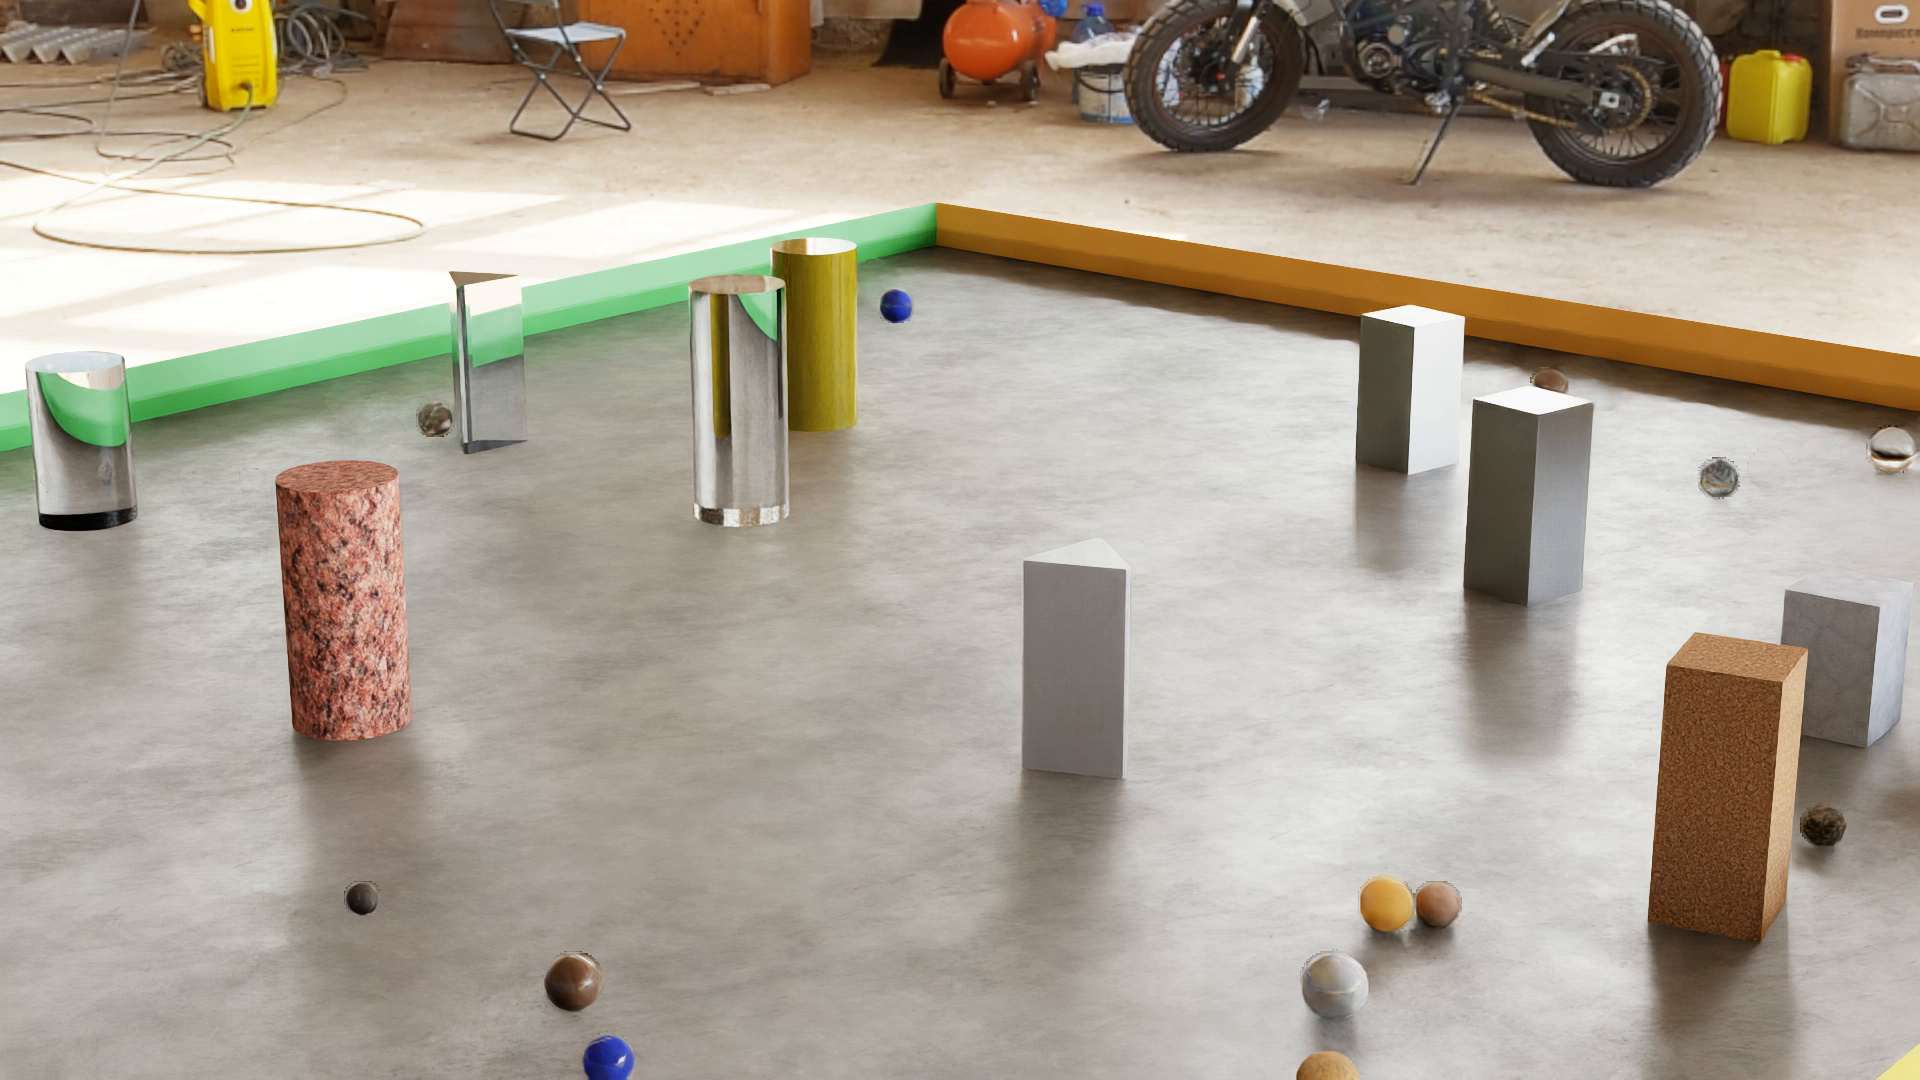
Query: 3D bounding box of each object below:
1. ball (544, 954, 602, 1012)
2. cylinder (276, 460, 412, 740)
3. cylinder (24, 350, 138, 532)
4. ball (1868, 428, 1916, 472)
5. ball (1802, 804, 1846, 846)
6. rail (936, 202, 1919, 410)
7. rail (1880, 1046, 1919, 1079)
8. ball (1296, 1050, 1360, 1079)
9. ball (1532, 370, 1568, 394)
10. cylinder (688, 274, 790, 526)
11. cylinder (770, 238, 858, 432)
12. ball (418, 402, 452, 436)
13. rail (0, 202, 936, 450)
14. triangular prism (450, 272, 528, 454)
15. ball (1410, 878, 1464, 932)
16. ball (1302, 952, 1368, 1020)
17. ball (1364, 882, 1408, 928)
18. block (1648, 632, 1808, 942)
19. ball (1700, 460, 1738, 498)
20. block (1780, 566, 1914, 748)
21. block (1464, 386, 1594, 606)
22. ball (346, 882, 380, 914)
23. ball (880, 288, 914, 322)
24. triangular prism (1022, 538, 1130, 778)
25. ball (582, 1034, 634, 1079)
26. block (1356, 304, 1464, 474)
[{"bbox_3d":[-0.467,0.534,3.542,0.069,0.069,0.069,0,17,0],"label":"ball"},{"bbox_3d":[-0.935,0.090,4.458,0.182,0.389,0.182,0,17,0],"label":"cylinder"},{"bbox_3d":[-1.654,-0.188,5.522,0.182,0.304,0.182,0,17,0],"label":"cylinder"},{"bbox_3d":[1.863,-0.179,5.862,0.091,0.091,0.091,0,17,0],"label":"ball"},{"bbox_3d":[1.188,0.393,4.031,0.057,0.057,0.057,0,17,0],"label":"ball"},{"bbox_3d":[1.501,-0.472,6.776,4.197,0.118,0.045,14,22,39],"label":"rail"},{"bbox_3d":[1.567,0.424,3.820,0.045,0.118,4.627,14,22,39],"label":"rail"},{"bbox_3d":[0.413,0.610,3.288,0.073,0.073,0.073,0,17,0],"label":"ball"},{"bbox_3d":[1.285,-0.333,6.390,0.079,0.079,0.079,0,17,0],"label":"ball"},{"bbox_3d":[-0.416,-0.264,5.531,0.182,0.445,0.182,0,17,0],"label":"cylinder"},{"bbox_3d":[-0.308,-0.436,6.210,0.182,0.379,0.182,0,17,0],"label":"cylinder"},{"bbox_3d":[-1.091,-0.252,6.094,0.071,0.071,0.071,0,17,0],"label":"ball"},{"bbox_3d":[-1.567,-0.365,6.423,0.045,0.118,4.627,14,22,39],"label":"rail"},{"bbox_3d":[-1.004,-0.373,6.053,0.136,0.350,0.157,16,23,42],"label":"triangular prism"},{"bbox_3d":[0.615,0.470,3.777,0.069,0.069,0.069,0,17,0],"label":"ball"},{"bbox_3d":[0.450,0.535,3.520,0.080,0.080,0.080,0,17,0],"label":"ball"},{"bbox_3d":[0.547,0.468,3.764,0.057,0.057,0.057,0,17,0],"label":"ball"},{"bbox_3d":[0.988,0.316,3.775,0.145,0.352,0.145,9,19,26],"label":"block"},{"bbox_3d":[1.473,-0.119,5.691,0.074,0.074,0.074,0,17,0],"label":"ball"},{"bbox_3d":[1.344,0.176,4.461,0.145,0.223,0.145,12,21,34],"label":"block"},{"bbox_3d":[0.986,-0.078,5.093,0.145,0.341,0.145,-13,21,-37],"label":"block"},{"bbox_3d":[-0.777,0.467,3.814,0.042,0.042,0.042,0,17,0],"label":"ball"},{"bbox_3d":[-0.156,-0.574,7.175,0.083,0.083,0.083,0,17,0],"label":"ball"},{"bbox_3d":[0.186,0.169,4.316,0.157,0.320,0.136,5,18,16],"label":"triangular prism"},{"bbox_3d":[-0.403,0.596,3.357,0.059,0.059,0.059,0,17,0],"label":"ball"},{"bbox_3d":[0.906,-0.304,5.910,0.145,0.302,0.145,-13,21,-37],"label":"block"}]
